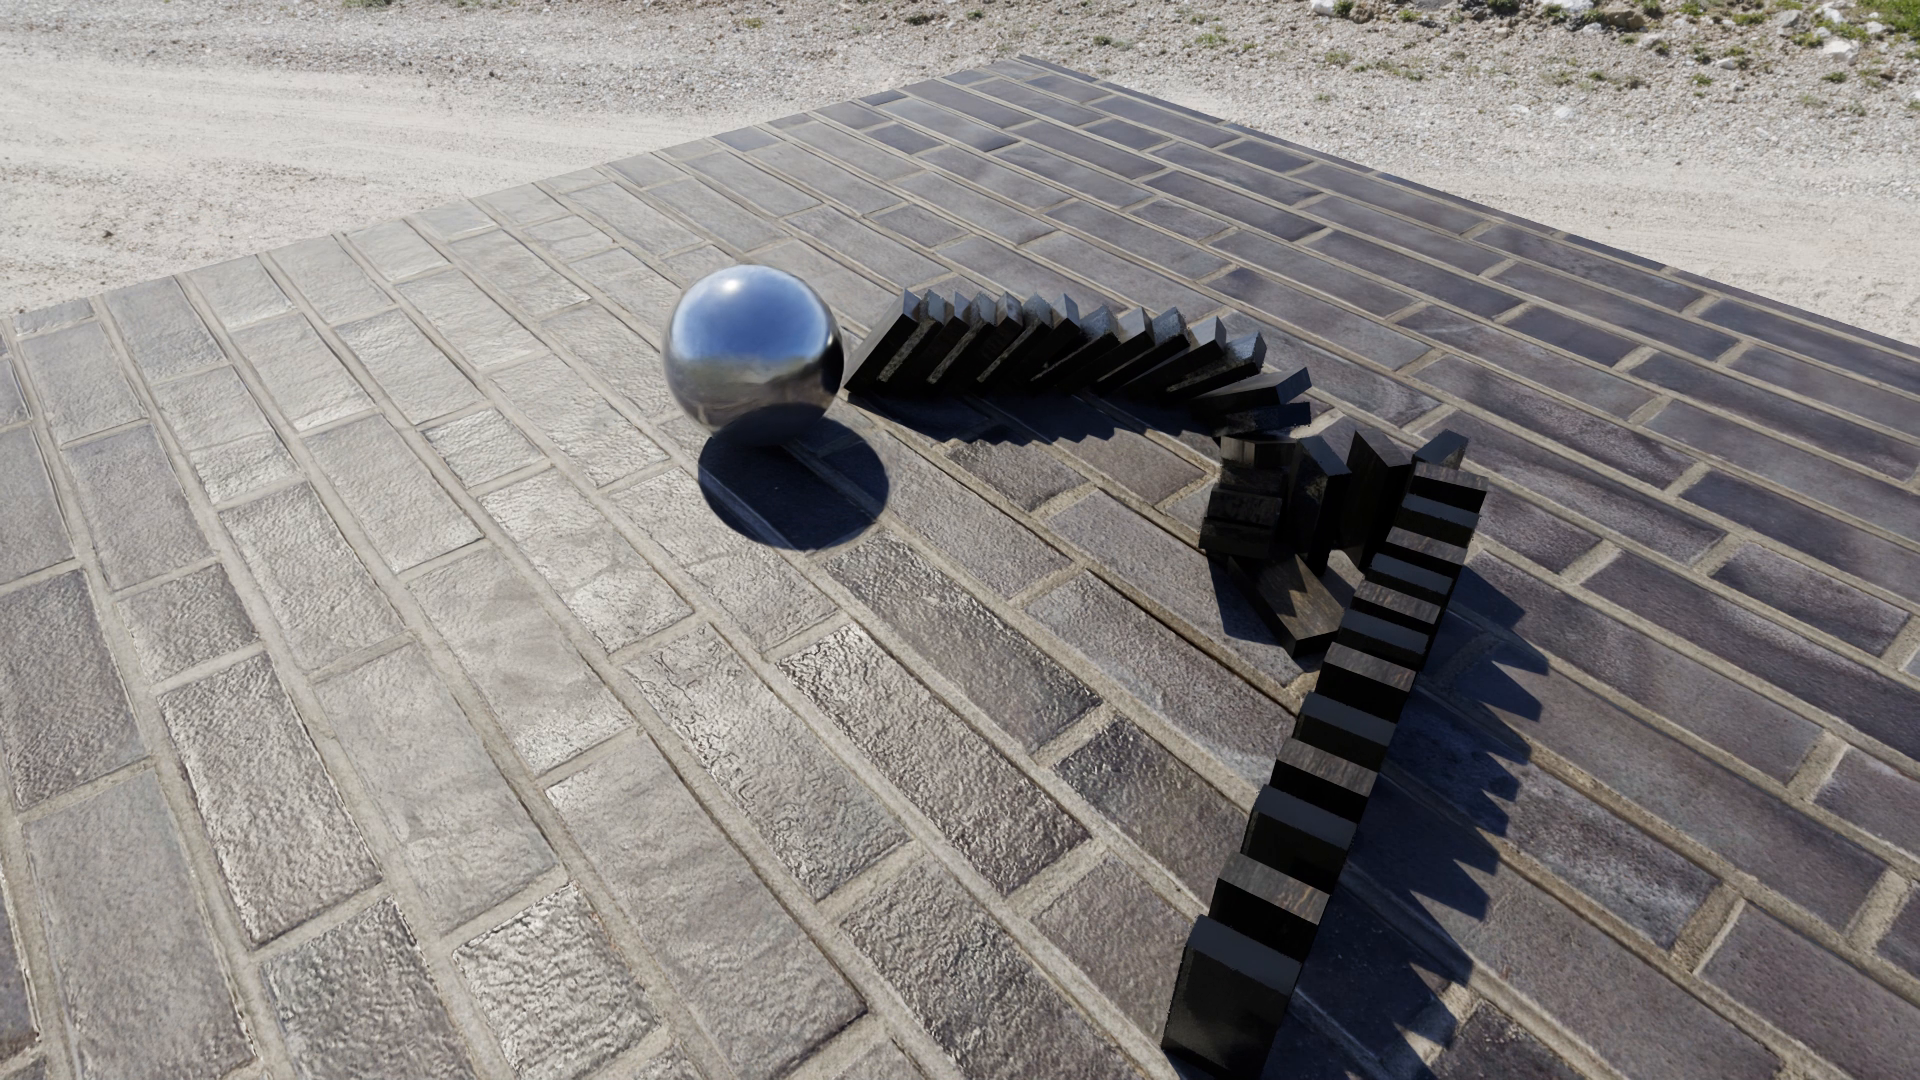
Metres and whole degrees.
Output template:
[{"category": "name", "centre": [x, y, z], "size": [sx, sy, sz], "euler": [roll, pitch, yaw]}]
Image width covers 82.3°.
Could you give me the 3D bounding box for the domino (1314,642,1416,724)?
[{"category": "domino", "centre": [0.122, 0.057, 0.342], "size": [0.025, 0.050, 0.010], "euler": [20, 44, 23]}]

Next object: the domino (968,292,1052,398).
[{"category": "domino", "centre": [0.023, -0.093, 0.530], "size": [0.009, 0.050, 0.025], "euler": [34, 32, -24]}]

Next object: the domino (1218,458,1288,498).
[{"category": "domino", "centre": [0.121, -0.026, 0.456], "size": [0.025, 0.010, 0.050], "euler": [10, 9, 12]}]

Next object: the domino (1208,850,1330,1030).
[{"category": "domino", "centre": [0.077, 0.104, 0.285], "size": [0.025, 0.050, 0.009], "euler": [21, 44, 24]}]

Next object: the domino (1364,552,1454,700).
[{"category": "domino", "centre": [0.147, 0.030, 0.375], "size": [0.025, 0.050, 0.009], "euler": [22, 44, 25]}]

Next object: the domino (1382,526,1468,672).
[{"category": "domino", "centre": [0.157, 0.021, 0.386], "size": [0.025, 0.050, 0.009], "euler": [21, 44, 23]}]

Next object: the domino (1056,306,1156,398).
[{"category": "domino", "centre": [0.069, -0.091, 0.532], "size": [0.050, 0.010, 0.025], "euler": [-29, 32, 24]}]

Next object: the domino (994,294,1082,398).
[{"category": "domino", "centre": [0.036, -0.094, 0.531], "size": [0.010, 0.050, 0.025], "euler": [35, 31, -25]}]

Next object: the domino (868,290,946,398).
[{"category": "domino", "centre": [-0.026, -0.094, 0.530], "size": [0.009, 0.050, 0.025], "euler": [30, 33, -22]}]

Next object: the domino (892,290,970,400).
[{"category": "domino", "centre": [-0.014, -0.094, 0.529], "size": [0.009, 0.050, 0.025], "euler": [31, 33, -22]}]

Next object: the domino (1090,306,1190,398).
[{"category": "domino", "centre": [0.086, -0.091, 0.532], "size": [0.050, 0.009, 0.025], "euler": [-29, 31, 24]}]

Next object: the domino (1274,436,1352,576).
[{"category": "domino", "centre": [0.136, -0.012, 0.426], "size": [0.010, 0.050, 0.025], "euler": [-8, 40, -10]}]

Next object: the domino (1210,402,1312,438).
[{"category": "domino", "centre": [0.132, -0.053, 0.486], "size": [0.025, 0.009, 0.050], "euler": [-7, 3, -8]}]

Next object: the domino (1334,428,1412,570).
[{"category": "domino", "centre": [0.160, -0.016, 0.431], "size": [0.009, 0.050, 0.025], "euler": [-8, 40, -10]}]

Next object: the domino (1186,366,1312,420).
[{"category": "domino", "centre": [0.132, -0.067, 0.505], "size": [0.025, 0.009, 0.050], "euler": [-31, 17, -34]}]

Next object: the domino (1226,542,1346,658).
[{"category": "domino", "centre": [0.125, 0.022, 0.417], "size": [0.025, 0.010, 0.050], "euler": [-11, 41, -13]}]

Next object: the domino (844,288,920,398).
[{"category": "domino", "centre": [-0.038, -0.095, 0.531], "size": [0.010, 0.050, 0.025], "euler": [30, 33, -22]}]

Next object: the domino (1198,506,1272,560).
[{"category": "domino", "centre": [0.107, -0.003, 0.429], "size": [0.025, 0.010, 0.050], "euler": [10, 11, 12]}]

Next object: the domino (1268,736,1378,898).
[{"category": "domino", "centre": [0.099, 0.080, 0.313], "size": [0.025, 0.050, 0.009], "euler": [21, 44, 24]}]

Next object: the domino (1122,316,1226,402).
[{"category": "domino", "centre": [0.102, -0.087, 0.527], "size": [0.050, 0.009, 0.025], "euler": [-25, 27, 31]}]

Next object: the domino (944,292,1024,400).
[{"category": "domino", "centre": [0.010, -0.093, 0.529], "size": [0.009, 0.050, 0.025], "euler": [31, 33, -23]}]

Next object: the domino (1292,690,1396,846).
[{"category": "domino", "centre": [0.110, 0.070, 0.326], "size": [0.025, 0.050, 0.009], "euler": [21, 44, 23]}]

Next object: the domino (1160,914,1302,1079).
[{"category": "domino", "centre": [0.066, 0.115, 0.271], "size": [0.025, 0.050, 0.010], "euler": [21, 44, 24]}]

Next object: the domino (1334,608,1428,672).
[{"category": "domino", "centre": [0.130, 0.047, 0.354], "size": [0.025, 0.050, 0.009], "euler": [20, 43, 23]}]

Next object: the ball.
[{"category": "ball", "centre": [-0.091, -0.082, 0.488], "size": [0.080, 0.080, 0.080], "euler": [0, 39, 0]}]

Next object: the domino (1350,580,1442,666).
[{"category": "domino", "centre": [0.138, 0.039, 0.364], "size": [0.025, 0.050, 0.010], "euler": [22, 44, 24]}]

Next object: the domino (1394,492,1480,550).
[{"category": "domino", "centre": [0.168, 0.009, 0.400], "size": [0.025, 0.050, 0.009], "euler": [21, 44, 23]}]

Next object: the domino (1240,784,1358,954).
[{"category": "domino", "centre": [0.089, 0.091, 0.301], "size": [0.025, 0.050, 0.010], "euler": [21, 44, 24]}]

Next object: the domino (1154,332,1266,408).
[{"category": "domino", "centre": [0.118, -0.080, 0.521], "size": [0.050, 0.009, 0.025], "euler": [-18, 28, 35]}]

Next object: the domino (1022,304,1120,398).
[{"category": "domino", "centre": [0.053, -0.091, 0.533], "size": [0.050, 0.010, 0.025], "euler": [-30, 33, 23]}]

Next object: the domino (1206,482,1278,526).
[{"category": "domino", "centre": [0.113, -0.015, 0.440], "size": [0.025, 0.010, 0.050], "euler": [10, 9, 13]}]

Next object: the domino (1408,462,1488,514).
[{"category": "domino", "centre": [0.179, -0.004, 0.416], "size": [0.025, 0.050, 0.010], "euler": [16, 42, 18]}]

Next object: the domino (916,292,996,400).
[{"category": "domino", "centre": [-0.002, -0.093, 0.528], "size": [0.009, 0.050, 0.025], "euler": [31, 33, -22]}]

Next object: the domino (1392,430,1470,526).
[{"category": "domino", "centre": [0.182, -0.016, 0.431], "size": [0.025, 0.050, 0.009], "euler": [-31, 48, -32]}]

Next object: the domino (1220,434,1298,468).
[{"category": "domino", "centre": [0.131, -0.039, 0.472], "size": [0.025, 0.010, 0.050], "euler": [-2, 9, -2]}]
